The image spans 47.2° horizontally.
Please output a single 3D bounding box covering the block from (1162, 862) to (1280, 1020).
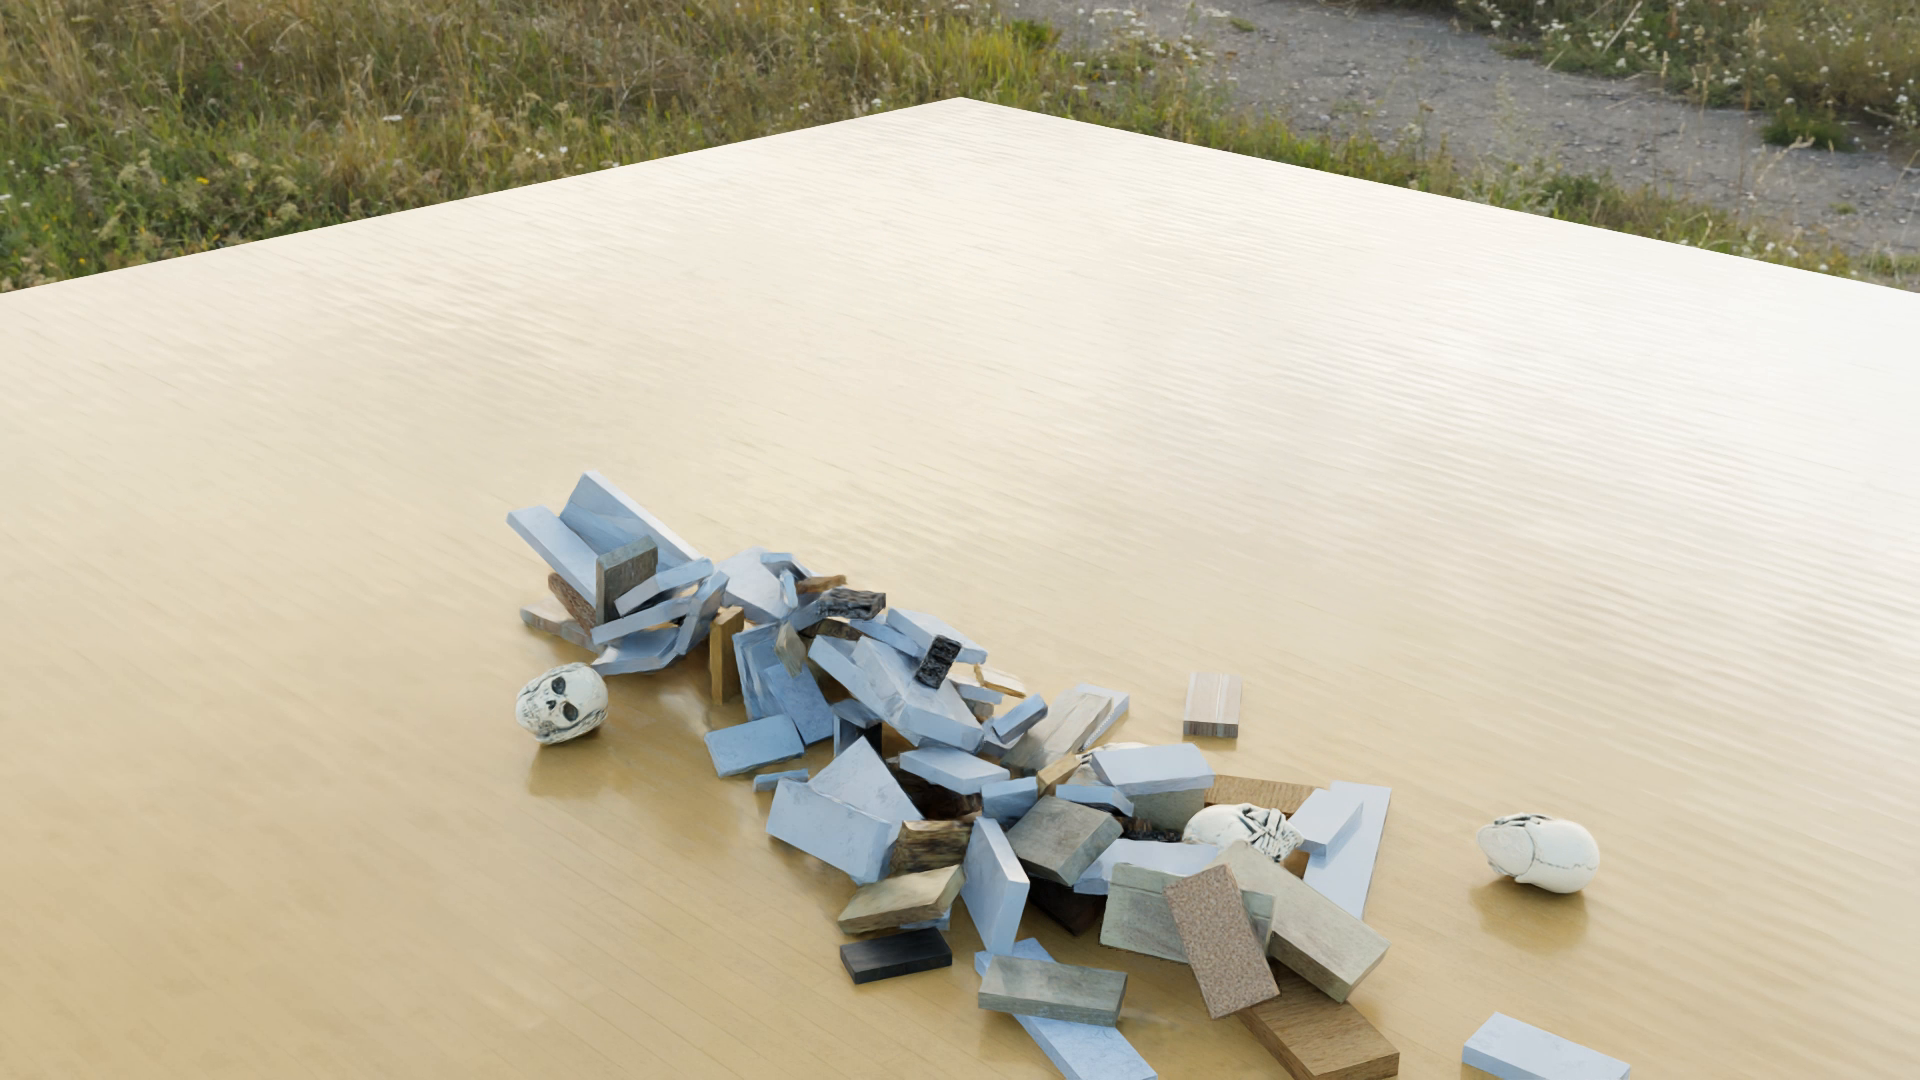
[{"bbox_3d":[0.447,0.686,3.770,0.119,0.238,0.034,-24,-14,15],"label":"block"}]

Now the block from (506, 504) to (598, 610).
[{"bbox_3d":[-0.923,0.043,5.223,0.383,0.030,0.107,40,34,29],"label":"block"}]

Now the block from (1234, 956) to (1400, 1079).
[{"bbox_3d":[0.589,0.823,3.761,0.164,0.046,0.328,-9,25,-21],"label":"block"}]

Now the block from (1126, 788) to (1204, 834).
[{"bbox_3d":[0.385,0.535,4.370,0.199,0.099,0.028,0,-1,-1],"label":"block"}]

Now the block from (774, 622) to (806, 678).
[{"bbox_3d":[-0.364,0.236,4.728,0.021,0.074,0.148,-29,16,10],"label":"block"}]

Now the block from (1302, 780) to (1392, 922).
[{"bbox_3d":[0.734,0.630,4.233,0.121,0.034,0.616,7,24,15],"label":"block"}]

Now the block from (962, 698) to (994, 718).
[{"bbox_3d":[-0.042,0.353,4.821,0.212,0.030,0.106,9,-6,22],"label":"block"}]

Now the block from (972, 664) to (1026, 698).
[{"bbox_3d":[0.080,0.283,4.415,0.109,0.015,0.054,20,28,-35],"label":"block"}]

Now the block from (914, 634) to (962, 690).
[{"bbox_3d":[-0.045,0.246,4.438,0.054,0.109,0.015,24,20,-10],"label":"block"}]

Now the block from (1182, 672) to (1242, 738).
[{"bbox_3d":[0.561,0.363,4.863,0.117,0.033,0.240,4,23,8],"label":"block"}]

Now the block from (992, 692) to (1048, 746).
[{"bbox_3d":[0.125,0.371,4.540,0.114,0.032,0.228,-34,-10,-3],"label":"block"}]

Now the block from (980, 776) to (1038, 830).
[{"bbox_3d":[0.097,0.535,4.227,0.105,0.210,0.030,-9,49,-5],"label":"block"}]

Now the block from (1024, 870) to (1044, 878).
[{"bbox_3d":[0.172,0.580,4.089,0.105,0.030,0.210,-46,16,-21],"label":"block"}]

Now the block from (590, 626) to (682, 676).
[{"bbox_3d":[-0.719,0.251,4.965,0.230,0.033,0.115,-9,29,40],"label":"block"}]

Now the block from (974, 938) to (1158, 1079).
[{"bbox_3d":[0.175,0.823,3.777,0.119,0.034,0.447,-10,25,-23],"label":"block"}]

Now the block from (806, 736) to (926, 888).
[{"bbox_3d":[-0.188,0.534,4.318,0.177,0.050,0.354,-40,31,-2],"label":"block"}]

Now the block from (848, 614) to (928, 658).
[{"bbox_3d":[-0.121,0.205,4.675,0.115,0.033,0.229,11,8,-43],"label":"block"}]

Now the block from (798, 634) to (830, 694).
[{"bbox_3d":[-0.369,0.268,4.949,0.214,0.107,0.030,16,-6,44],"label":"block"}]

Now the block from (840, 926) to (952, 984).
[{"bbox_3d":[-0.115,0.748,3.964,0.184,0.026,0.092,-8,24,-18],"label":"block"}]

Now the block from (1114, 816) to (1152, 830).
[{"bbox_3d":[0.265,0.559,4.307,0.199,0.028,0.099,-2,-11,19],"label":"block"}]

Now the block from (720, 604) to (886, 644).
[{"bbox_3d":[-0.321,0.212,5.017,0.540,0.050,0.178,16,-13,41],"label":"block"}]

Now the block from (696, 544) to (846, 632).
[{"bbox_3d":[-0.431,0.114,5.005,0.178,0.050,0.356,-26,31,-31],"label":"block"}]

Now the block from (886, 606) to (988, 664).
[{"bbox_3d":[-0.049,0.201,4.590,0.115,0.033,0.229,13,11,-34],"label":"block"}]

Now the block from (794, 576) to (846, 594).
[{"bbox_3d":[-0.318,0.099,4.856,0.072,0.020,0.143,-18,8,-33],"label":"block"}]

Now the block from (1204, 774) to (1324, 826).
[{"bbox_3d":[0.611,0.531,4.465,0.242,0.034,0.121,6,24,13],"label":"block"}]

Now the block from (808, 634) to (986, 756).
[{"bbox_3d":[-0.135,0.321,4.572,0.177,0.050,0.389,14,16,-46],"label":"block"}]

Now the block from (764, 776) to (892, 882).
[{"bbox_3d":[-0.257,0.553,4.231,0.032,0.114,0.355,15,0,-37],"label":"block"}]

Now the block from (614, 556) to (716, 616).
[{"bbox_3d":[-0.648,0.103,4.814,0.134,0.038,0.277,-20,-3,-30],"label":"block"}]

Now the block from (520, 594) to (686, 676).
[{"bbox_3d":[-0.848,0.220,5.200,0.457,0.033,0.115,19,29,37],"label":"block"}]

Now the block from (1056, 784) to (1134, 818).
[{"bbox_3d":[0.261,0.506,4.247,0.110,0.031,0.220,2,-14,15],"label":"block"}]

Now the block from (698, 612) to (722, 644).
[{"bbox_3d":[-0.558,0.203,5.036,0.148,0.074,0.021,4,-1,40],"label":"block"}]

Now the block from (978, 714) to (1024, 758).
[{"bbox_3d":[0.127,0.437,4.693,0.212,0.030,0.106,19,29,37],"label":"block"}]

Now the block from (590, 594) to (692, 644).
[{"bbox_3d":[-0.697,0.175,4.943,0.267,0.038,0.134,-18,1,42],"label":"block"}]

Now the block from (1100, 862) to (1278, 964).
[{"bbox_3d":[0.397,0.661,3.832,0.287,0.144,0.041,9,-3,20],"label":"block"}]

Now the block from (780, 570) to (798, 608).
[{"bbox_3d":[-0.370,0.105,4.744,0.020,0.072,0.143,-11,5,-8],"label":"block"}]

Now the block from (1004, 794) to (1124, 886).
[{"bbox_3d":[0.178,0.548,4.031,0.144,0.041,0.287,-44,16,-16],"label":"block"}]

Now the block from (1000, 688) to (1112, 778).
[{"bbox_3d":[0.205,0.414,4.659,0.110,0.031,0.355,10,26,23],"label":"block"}]

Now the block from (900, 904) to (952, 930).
[{"bbox_3d":[-0.060,0.673,4.142,0.092,0.026,0.184,2,23,4],"label":"block"}]

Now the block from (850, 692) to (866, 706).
[{"bbox_3d":[-0.112,0.362,4.700,0.235,0.033,0.117,22,2,-19],"label":"block"}]
